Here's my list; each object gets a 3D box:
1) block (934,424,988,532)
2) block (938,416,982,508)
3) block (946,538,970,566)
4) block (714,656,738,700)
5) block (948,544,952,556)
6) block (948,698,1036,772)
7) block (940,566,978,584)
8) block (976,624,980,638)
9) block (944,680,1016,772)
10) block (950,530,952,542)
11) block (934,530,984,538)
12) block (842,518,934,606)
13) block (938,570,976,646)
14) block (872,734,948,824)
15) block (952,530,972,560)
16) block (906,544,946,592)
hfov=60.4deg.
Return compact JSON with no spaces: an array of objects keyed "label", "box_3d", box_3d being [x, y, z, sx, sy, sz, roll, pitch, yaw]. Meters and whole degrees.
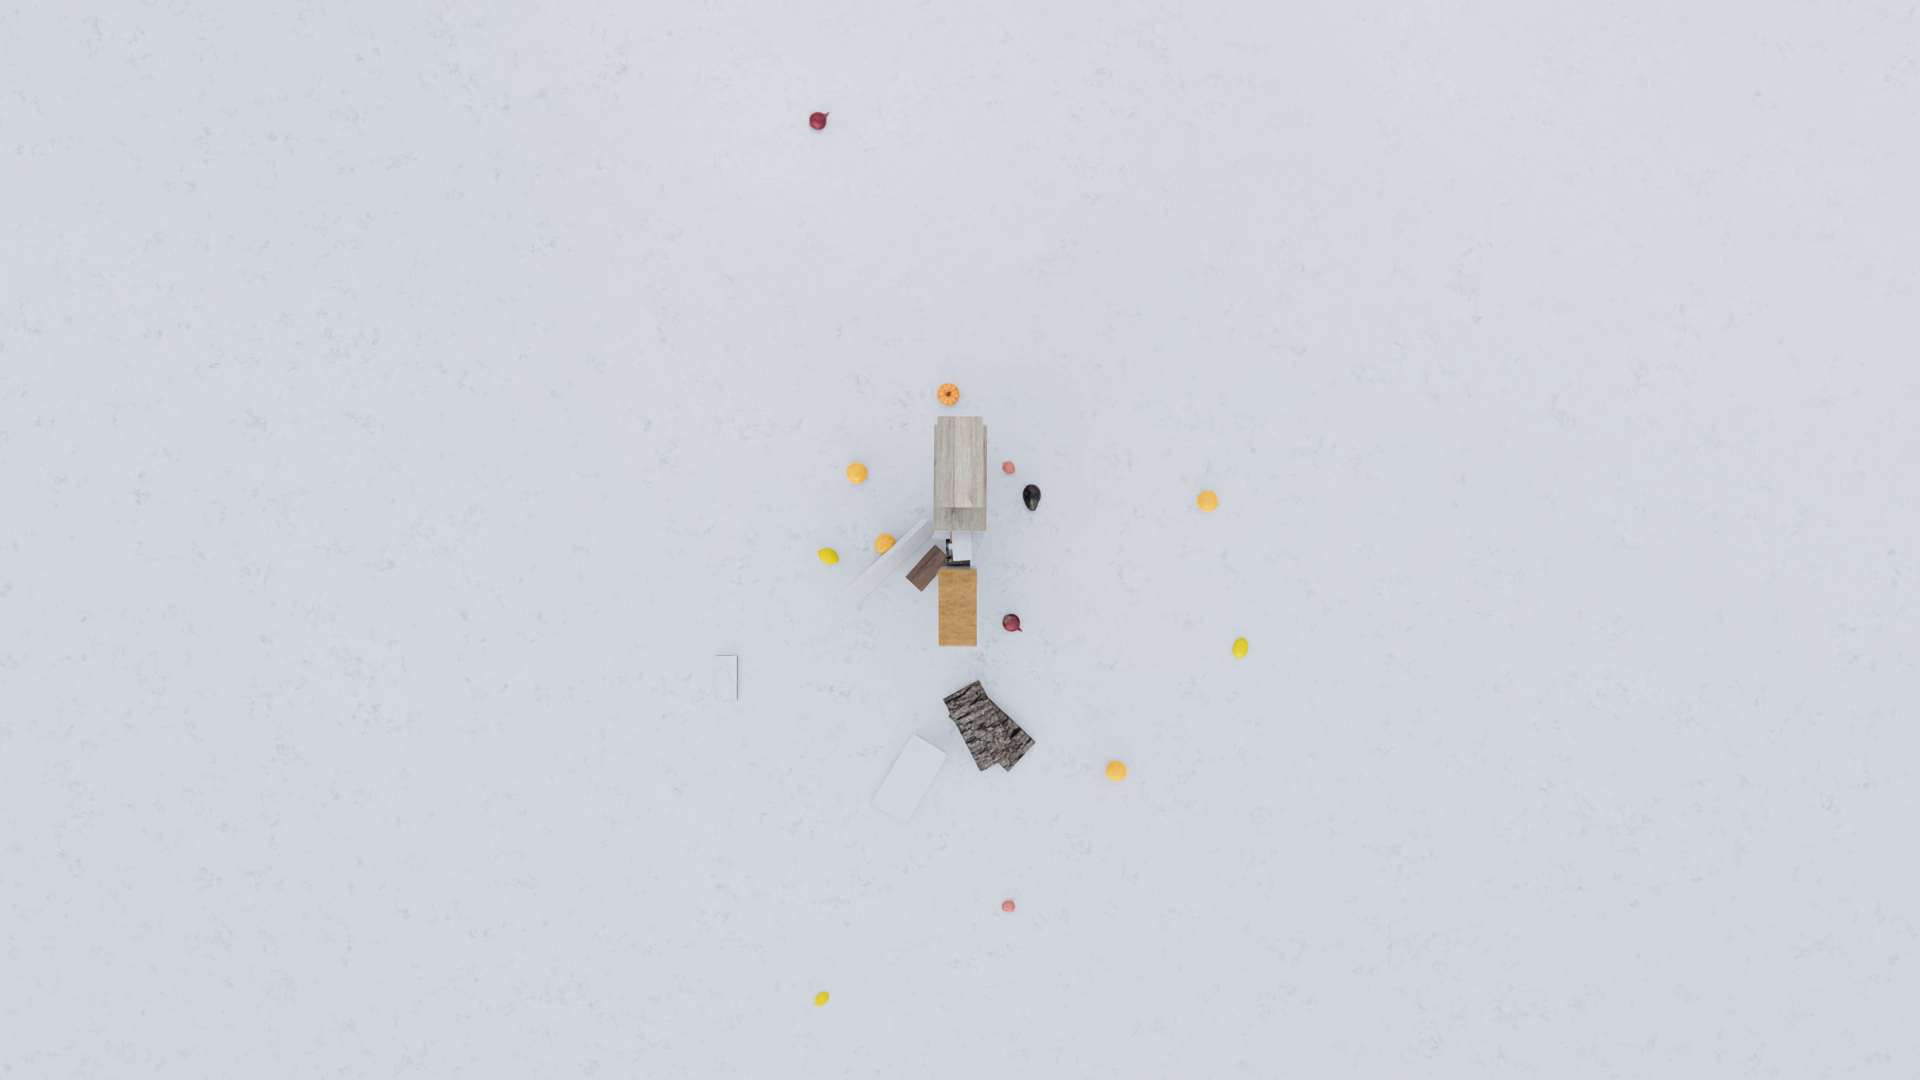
[{"label":"block","box_3d":[0.001,-0.181,4.817,0.154,0.044,0.309,0,90,0]},{"label":"block","box_3d":[0.000,-0.214,4.529,0.124,0.035,0.248,0,90,0]},{"label":"block","box_3d":[-0.006,0.046,5.330,0.079,0.022,0.158,-1,90,0]},{"label":"block","box_3d":[-0.778,0.459,5.490,0.074,0.021,0.148,0,90,0]},{"label":"block","box_3d":[-0.006,0.031,5.175,0.058,0.288,0.016,2,86,0]},{"label":"block","box_3d":[0.106,0.628,5.481,0.268,0.038,0.134,43,90,0]},{"label":"block","box_3d":[-0.003,0.110,5.200,0.118,0.236,0.033,-1,95,0]},{"label":"block","box_3d":[0.005,0.286,5.207,0.118,0.246,0.033,2,89,0]},{"label":"block","box_3d":[0.065,0.613,5.443,0.134,0.038,0.268,-27,90,0]},{"label":"block","box_3d":[-0.002,-0.024,5.091,0.058,0.115,0.016,0,67,0]},{"label":"block","box_3d":[-0.003,-0.158,5.169,0.154,0.044,0.309,0,90,0]},{"label":"block","box_3d":[-0.233,0.071,5.464,0.369,0.074,0.021,-42,55,0]},{"label":"block","box_3d":[-0.007,0.208,5.066,0.118,0.033,0.236,0,91,0]},{"label":"block","box_3d":[-0.167,0.791,5.481,0.134,0.038,0.268,31,90,0]},{"label":"block","box_3d":[0.005,0.005,5.024,0.058,0.016,0.115,-3,86,0]},{"label":"block","box_3d":[-0.106,0.093,5.490,0.074,0.021,0.148,42,90,0]}]
